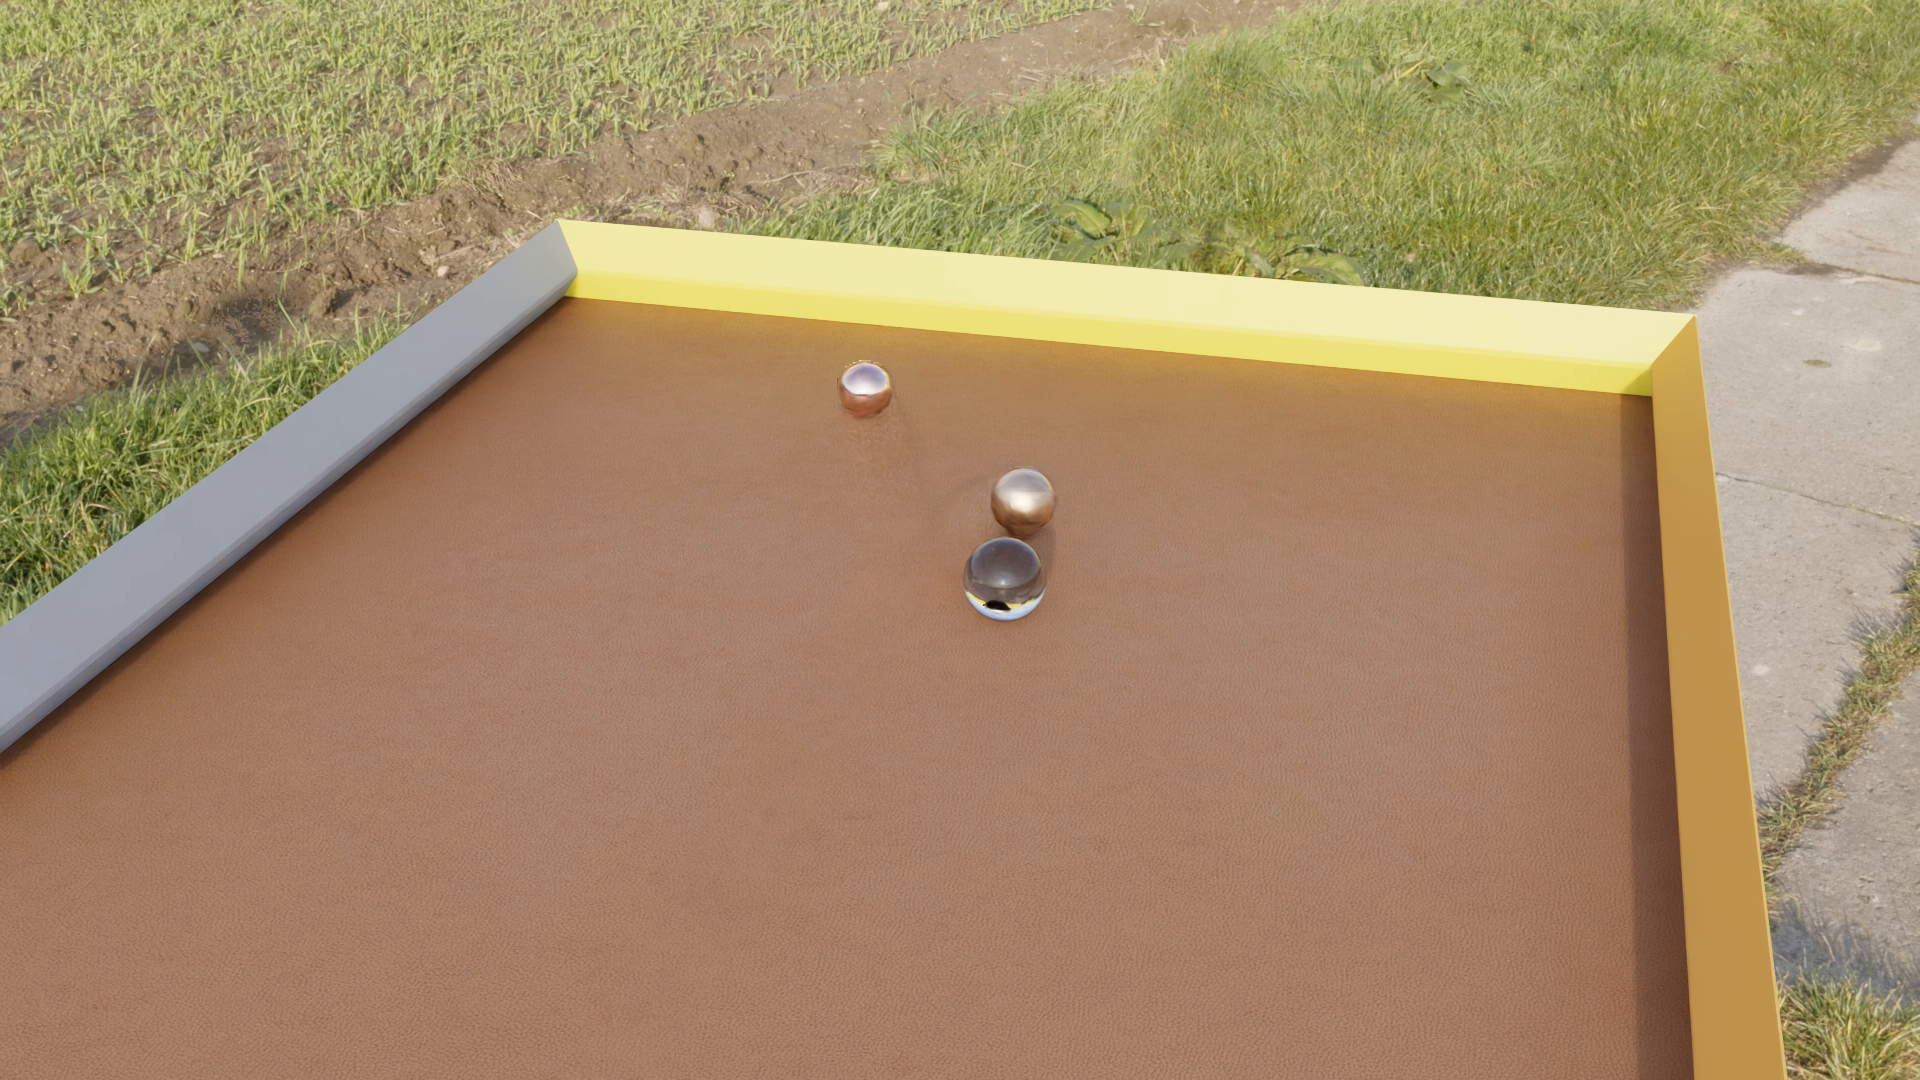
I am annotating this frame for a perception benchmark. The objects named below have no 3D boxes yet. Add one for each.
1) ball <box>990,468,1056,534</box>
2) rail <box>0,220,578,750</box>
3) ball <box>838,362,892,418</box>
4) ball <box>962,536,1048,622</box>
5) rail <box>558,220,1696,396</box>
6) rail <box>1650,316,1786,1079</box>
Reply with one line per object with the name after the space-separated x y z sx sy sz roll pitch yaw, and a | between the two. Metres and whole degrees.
0.066 -0.040 2.290 0.069 0.069 0.069 0 26 0 | ball
-0.843 0.191 1.776 0.045 0.105 2.649 7 27 13 | rail
-0.111 -0.175 2.570 0.064 0.064 0.064 0 26 0 | ball
0.043 0.037 2.117 0.081 0.081 0.081 0 26 0 | ball
0.160 -0.287 2.749 1.445 0.105 0.045 7 27 13 | rail
0.511 0.346 1.461 0.045 0.105 2.649 7 27 13 | rail
